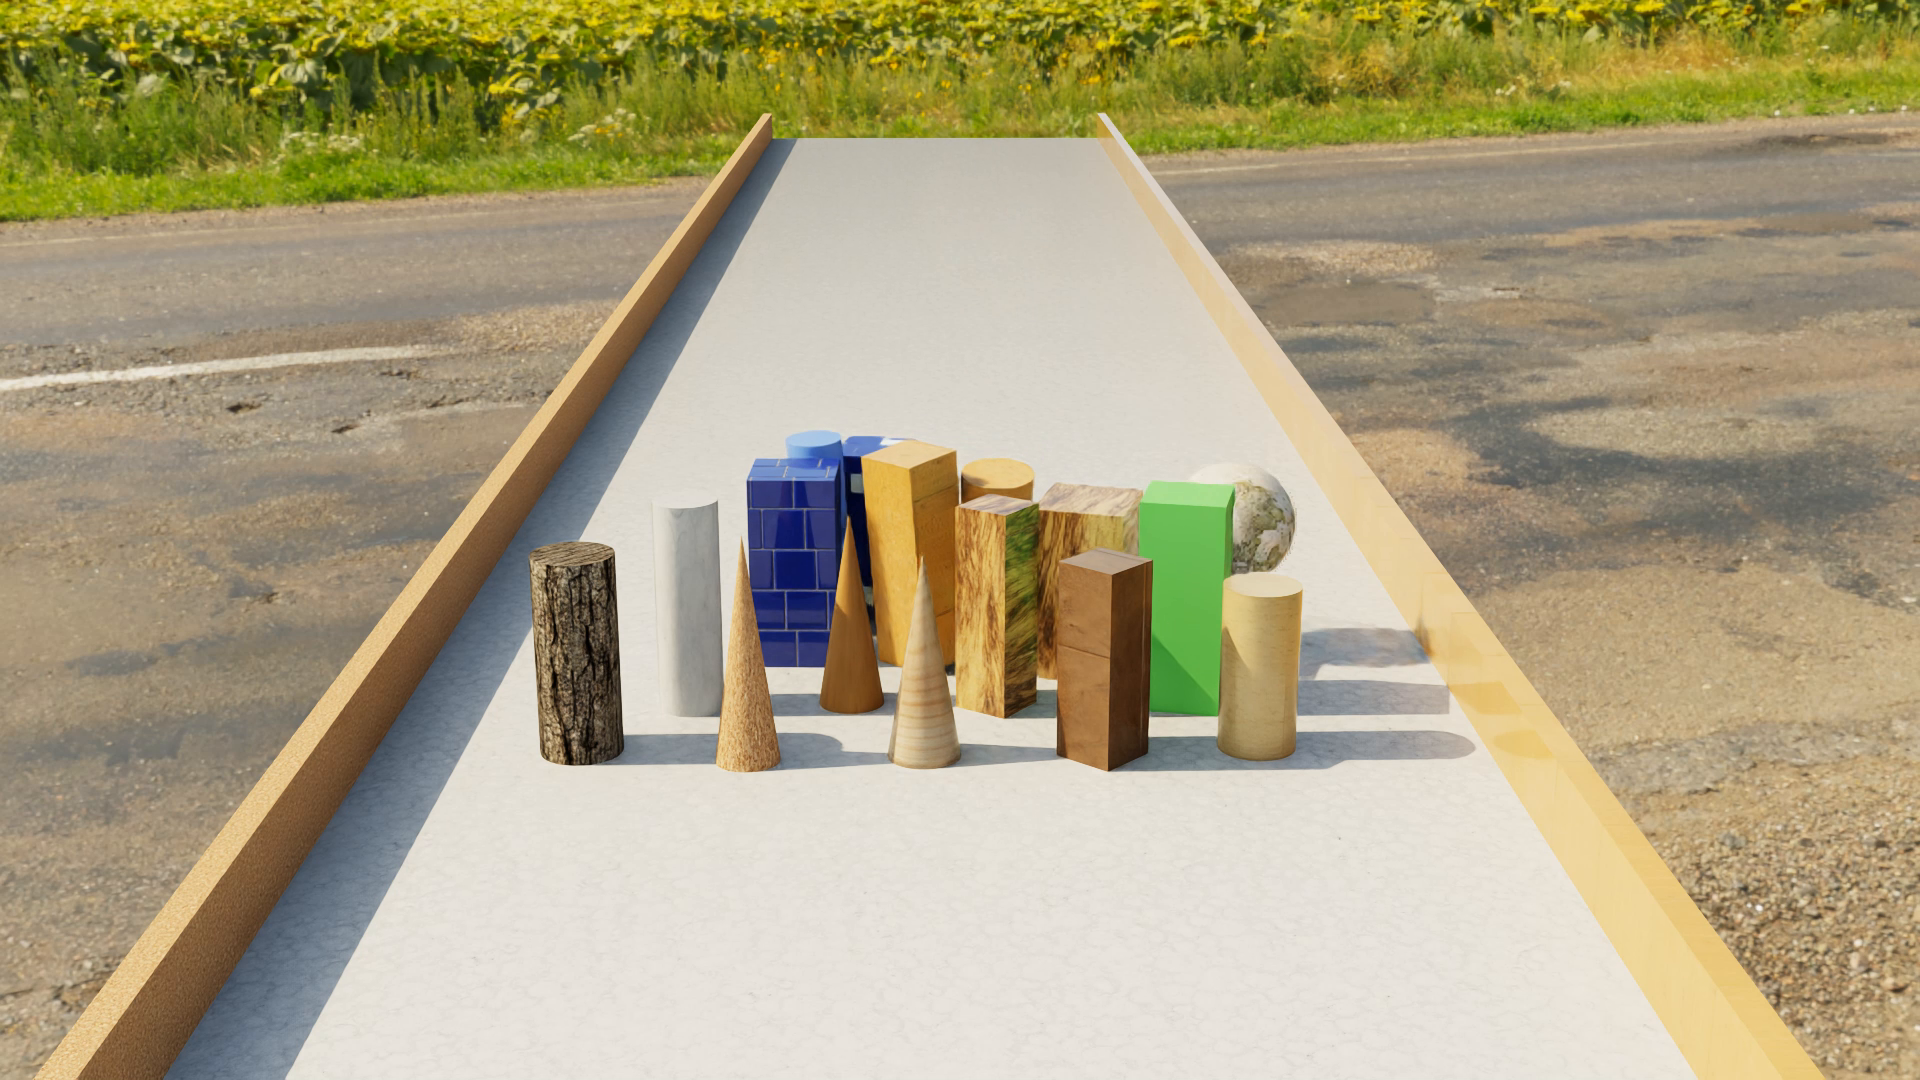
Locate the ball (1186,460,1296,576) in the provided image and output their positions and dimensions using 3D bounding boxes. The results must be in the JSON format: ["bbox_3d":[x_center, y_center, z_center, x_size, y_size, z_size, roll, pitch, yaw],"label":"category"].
[{"bbox_3d":[0.547,-0.034,4.408,0.249,0.249,0.249,0,17,0],"label":"ball"}]

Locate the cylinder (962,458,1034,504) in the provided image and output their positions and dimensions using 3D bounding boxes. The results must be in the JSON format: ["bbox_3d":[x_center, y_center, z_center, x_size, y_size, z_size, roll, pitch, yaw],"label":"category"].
[{"bbox_3d":[0.072,0.037,4.403,0.144,0.378,0.144,1,27,0],"label":"cylinder"}]

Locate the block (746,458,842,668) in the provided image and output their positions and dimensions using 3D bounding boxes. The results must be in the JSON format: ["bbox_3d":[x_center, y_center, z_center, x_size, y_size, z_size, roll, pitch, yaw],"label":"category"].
[{"bbox_3d":[-0.327,0.045,4.400,0.171,0.385,0.171,0,17,1],"label":"block"}]

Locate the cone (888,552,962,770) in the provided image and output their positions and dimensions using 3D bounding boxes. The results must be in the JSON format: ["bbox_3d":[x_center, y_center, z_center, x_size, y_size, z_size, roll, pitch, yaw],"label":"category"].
[{"bbox_3d":[-0.064,0.201,3.878,0.133,0.383,0.133,0,17,0],"label":"cone"}]

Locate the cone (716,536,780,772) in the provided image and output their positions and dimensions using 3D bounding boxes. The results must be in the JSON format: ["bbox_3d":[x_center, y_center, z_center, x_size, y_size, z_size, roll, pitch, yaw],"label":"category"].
[{"bbox_3d":[-0.377,0.190,3.851,0.116,0.420,0.116,0,17,0],"label":"cone"}]

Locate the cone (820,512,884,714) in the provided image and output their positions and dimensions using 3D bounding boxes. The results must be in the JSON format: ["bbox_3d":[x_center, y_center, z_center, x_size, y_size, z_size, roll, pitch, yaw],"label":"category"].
[{"bbox_3d":[-0.206,0.127,4.135,0.124,0.378,0.124,0,17,0],"label":"cone"}]

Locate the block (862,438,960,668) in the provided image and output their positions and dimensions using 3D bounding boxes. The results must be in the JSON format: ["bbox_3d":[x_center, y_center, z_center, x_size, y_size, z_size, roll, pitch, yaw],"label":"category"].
[{"bbox_3d":[-0.085,0.034,4.336,0.130,0.432,0.130,15,28,41],"label":"block"}]

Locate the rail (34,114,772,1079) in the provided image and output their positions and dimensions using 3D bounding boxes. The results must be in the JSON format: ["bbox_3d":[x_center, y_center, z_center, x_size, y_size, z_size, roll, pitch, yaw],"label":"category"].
[{"bbox_3d":[-1.118,-0.838,7.780,0.050,0.150,12.000,0,17,-1],"label":"rail"}]

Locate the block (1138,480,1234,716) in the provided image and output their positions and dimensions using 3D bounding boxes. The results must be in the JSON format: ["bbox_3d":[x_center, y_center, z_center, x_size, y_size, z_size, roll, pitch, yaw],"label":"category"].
[{"bbox_3d":[0.424,0.109,4.147,0.158,0.407,0.158,4,17,12],"label":"block"}]

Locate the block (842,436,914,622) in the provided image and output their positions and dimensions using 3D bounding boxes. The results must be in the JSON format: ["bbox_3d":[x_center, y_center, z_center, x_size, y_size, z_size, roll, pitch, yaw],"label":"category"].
[{"bbox_3d":[-0.176,-0.023,4.654,0.142,0.363,0.142,3,21,11],"label":"block"}]

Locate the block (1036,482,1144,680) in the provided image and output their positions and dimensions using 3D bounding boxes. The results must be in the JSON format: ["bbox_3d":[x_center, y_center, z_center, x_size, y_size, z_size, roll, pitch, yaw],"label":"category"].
[{"bbox_3d":[0.251,0.086,4.318,0.179,0.347,0.179,5,19,16],"label":"block"}]

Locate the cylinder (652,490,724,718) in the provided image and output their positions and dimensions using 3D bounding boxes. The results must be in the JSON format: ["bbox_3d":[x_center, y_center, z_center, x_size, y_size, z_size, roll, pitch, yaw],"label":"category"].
[{"bbox_3d":[-0.508,0.120,4.111,0.122,0.407,0.122,0,17,0],"label":"cylinder"}]

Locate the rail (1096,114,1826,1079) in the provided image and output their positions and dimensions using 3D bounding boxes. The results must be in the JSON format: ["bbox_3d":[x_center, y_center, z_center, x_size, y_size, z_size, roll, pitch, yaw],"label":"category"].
[{"bbox_3d":[0.932,-0.844,7.801,0.050,0.150,12.000,0,17,-1],"label":"rail"}]

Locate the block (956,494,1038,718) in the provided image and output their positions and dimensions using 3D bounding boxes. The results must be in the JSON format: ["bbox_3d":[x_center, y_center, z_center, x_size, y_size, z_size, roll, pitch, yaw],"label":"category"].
[{"bbox_3d":[0.069,0.123,4.121,0.110,0.394,0.110,11,20,34],"label":"block"}]

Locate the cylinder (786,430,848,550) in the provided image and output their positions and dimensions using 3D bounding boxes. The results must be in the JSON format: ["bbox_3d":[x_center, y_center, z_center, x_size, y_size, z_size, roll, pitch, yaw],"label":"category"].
[{"bbox_3d":[-0.288,-0.013,4.540,0.114,0.410,0.114,-3,20,1],"label":"cylinder"}]

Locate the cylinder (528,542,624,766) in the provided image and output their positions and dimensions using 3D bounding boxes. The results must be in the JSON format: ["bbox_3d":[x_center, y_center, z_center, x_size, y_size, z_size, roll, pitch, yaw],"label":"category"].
[{"bbox_3d":[-0.679,0.201,3.903,0.149,0.369,0.149,0,17,0],"label":"cylinder"}]

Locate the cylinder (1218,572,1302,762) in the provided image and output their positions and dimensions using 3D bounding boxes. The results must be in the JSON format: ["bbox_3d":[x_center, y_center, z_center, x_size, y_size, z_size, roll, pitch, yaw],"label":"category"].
[{"bbox_3d":[0.535,0.226,3.929,0.141,0.306,0.141,0,17,0],"label":"cylinder"}]

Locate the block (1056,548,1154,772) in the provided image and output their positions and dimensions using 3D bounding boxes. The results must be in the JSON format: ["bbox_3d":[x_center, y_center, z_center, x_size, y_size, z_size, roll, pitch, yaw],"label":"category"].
[{"bbox_3d":[0.255,0.210,3.885,0.117,0.363,0.117,14,22,40],"label":"block"}]
